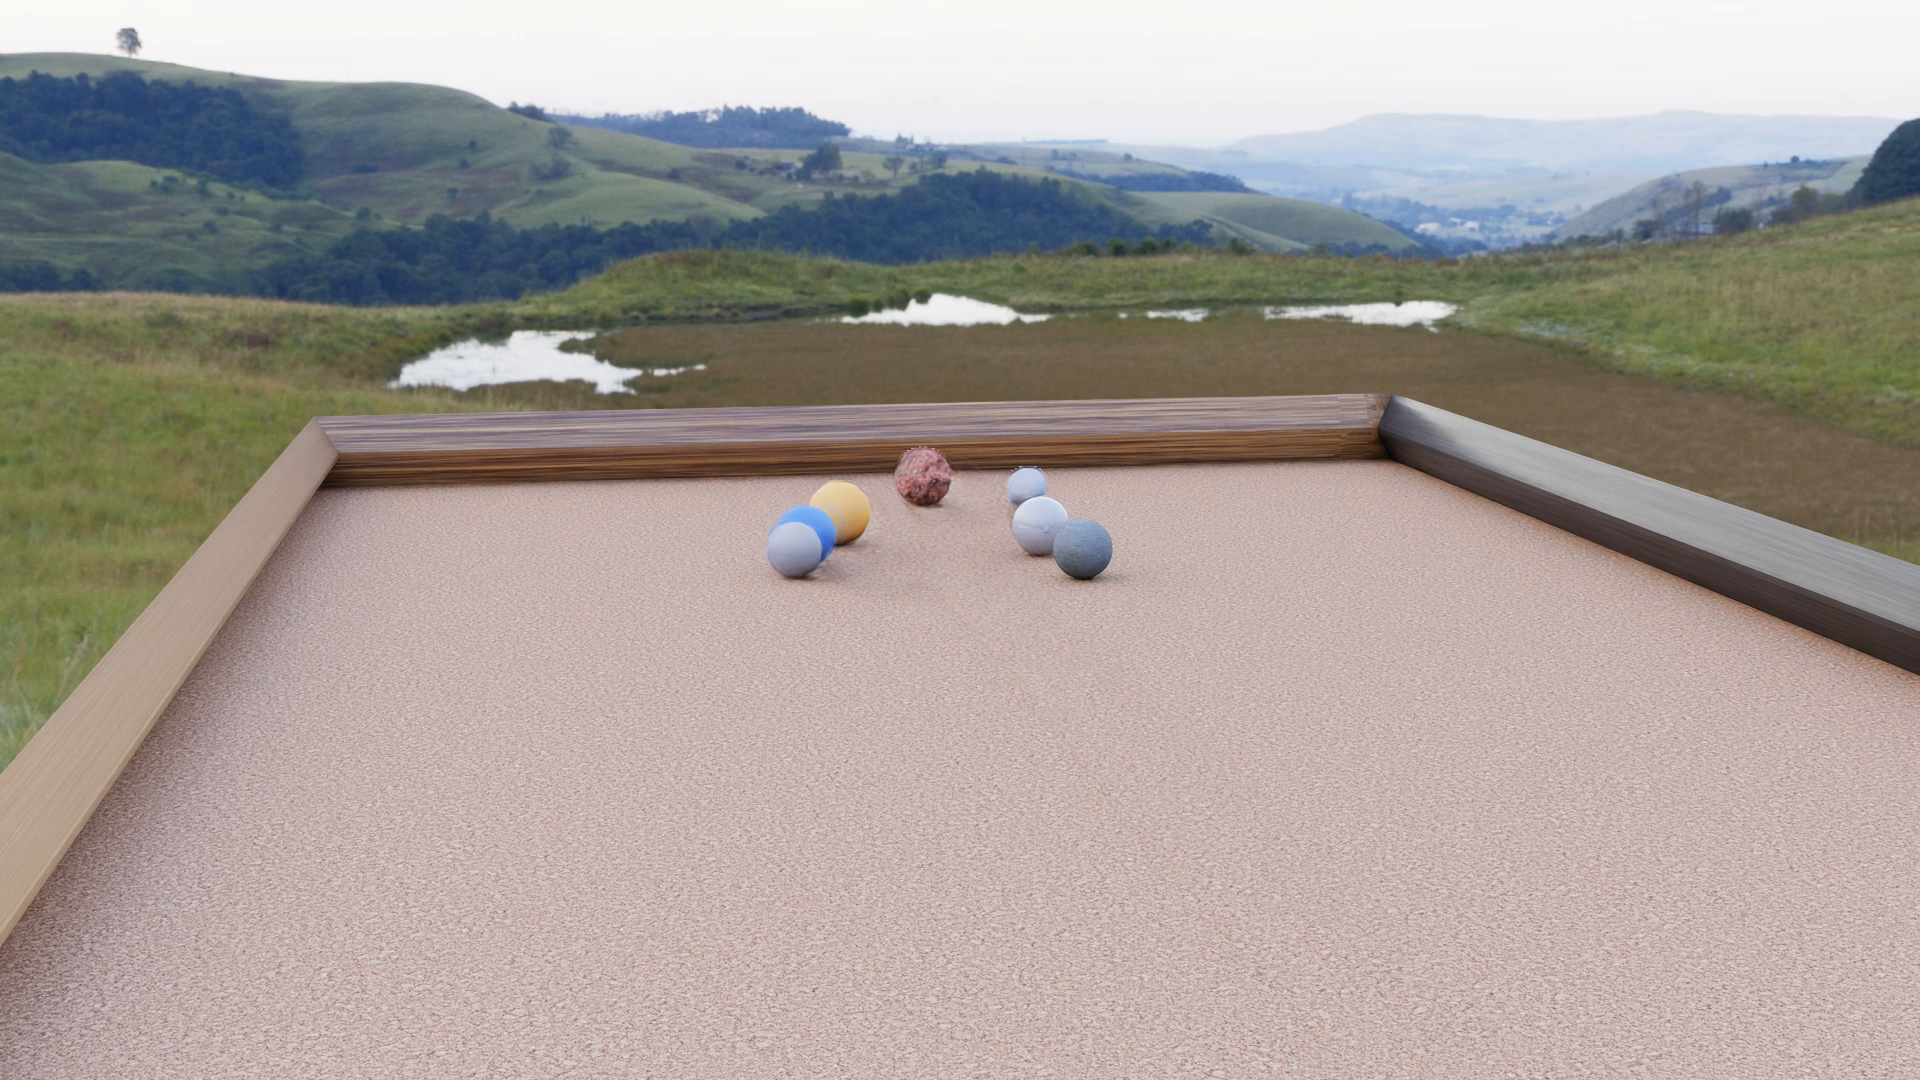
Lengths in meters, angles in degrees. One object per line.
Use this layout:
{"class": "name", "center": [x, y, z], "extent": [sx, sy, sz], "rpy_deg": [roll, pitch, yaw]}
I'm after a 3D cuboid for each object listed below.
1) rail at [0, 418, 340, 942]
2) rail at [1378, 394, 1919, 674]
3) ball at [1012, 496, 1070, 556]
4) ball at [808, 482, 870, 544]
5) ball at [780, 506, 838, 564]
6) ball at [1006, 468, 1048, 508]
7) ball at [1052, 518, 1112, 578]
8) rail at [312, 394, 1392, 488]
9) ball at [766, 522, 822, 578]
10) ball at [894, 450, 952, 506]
{"class": "rail", "center": [-0.802, 0.176, 2.123], "extent": [0.045, 0.125, 3.613], "rpy_deg": [-2, 11, -10]}
{"class": "rail", "center": [1.112, 0.114, 2.451], "extent": [0.045, 0.125, 3.613], "rpy_deg": [-2, 11, -10]}
{"class": "ball", "center": [0.120, -0.020, 3.264], "extent": [0.087, 0.087, 0.087], "rpy_deg": [0, 11, 0]}
{"class": "ball", "center": [-0.184, -0.041, 3.352], "extent": [0.096, 0.096, 0.096], "rpy_deg": [0, 11, 0]}
{"class": "ball", "center": [-0.222, -0.006, 3.190], "extent": [0.087, 0.087, 0.087], "rpy_deg": [0, 11, 0]}
{"class": "ball", "center": [0.112, -0.084, 3.647], "extent": [0.071, 0.071, 0.071], "rpy_deg": [0, 11, 0]}
{"class": "ball", "center": [0.173, 0.012, 3.098], "extent": [0.085, 0.085, 0.085], "rpy_deg": [0, 11, 0]}
{"class": "rail", "center": [-0.151, -0.182, 4.013], "extent": [1.990, 0.125, 0.045], "rpy_deg": [-2, 11, -10]}
{"class": "ball", "center": [-0.234, 0.014, 3.105], "extent": [0.079, 0.079, 0.079], "rpy_deg": [0, 11, 0]}
{"class": "ball", "center": [-0.062, -0.105, 3.689], "extent": [0.096, 0.096, 0.096], "rpy_deg": [0, 11, 0]}
